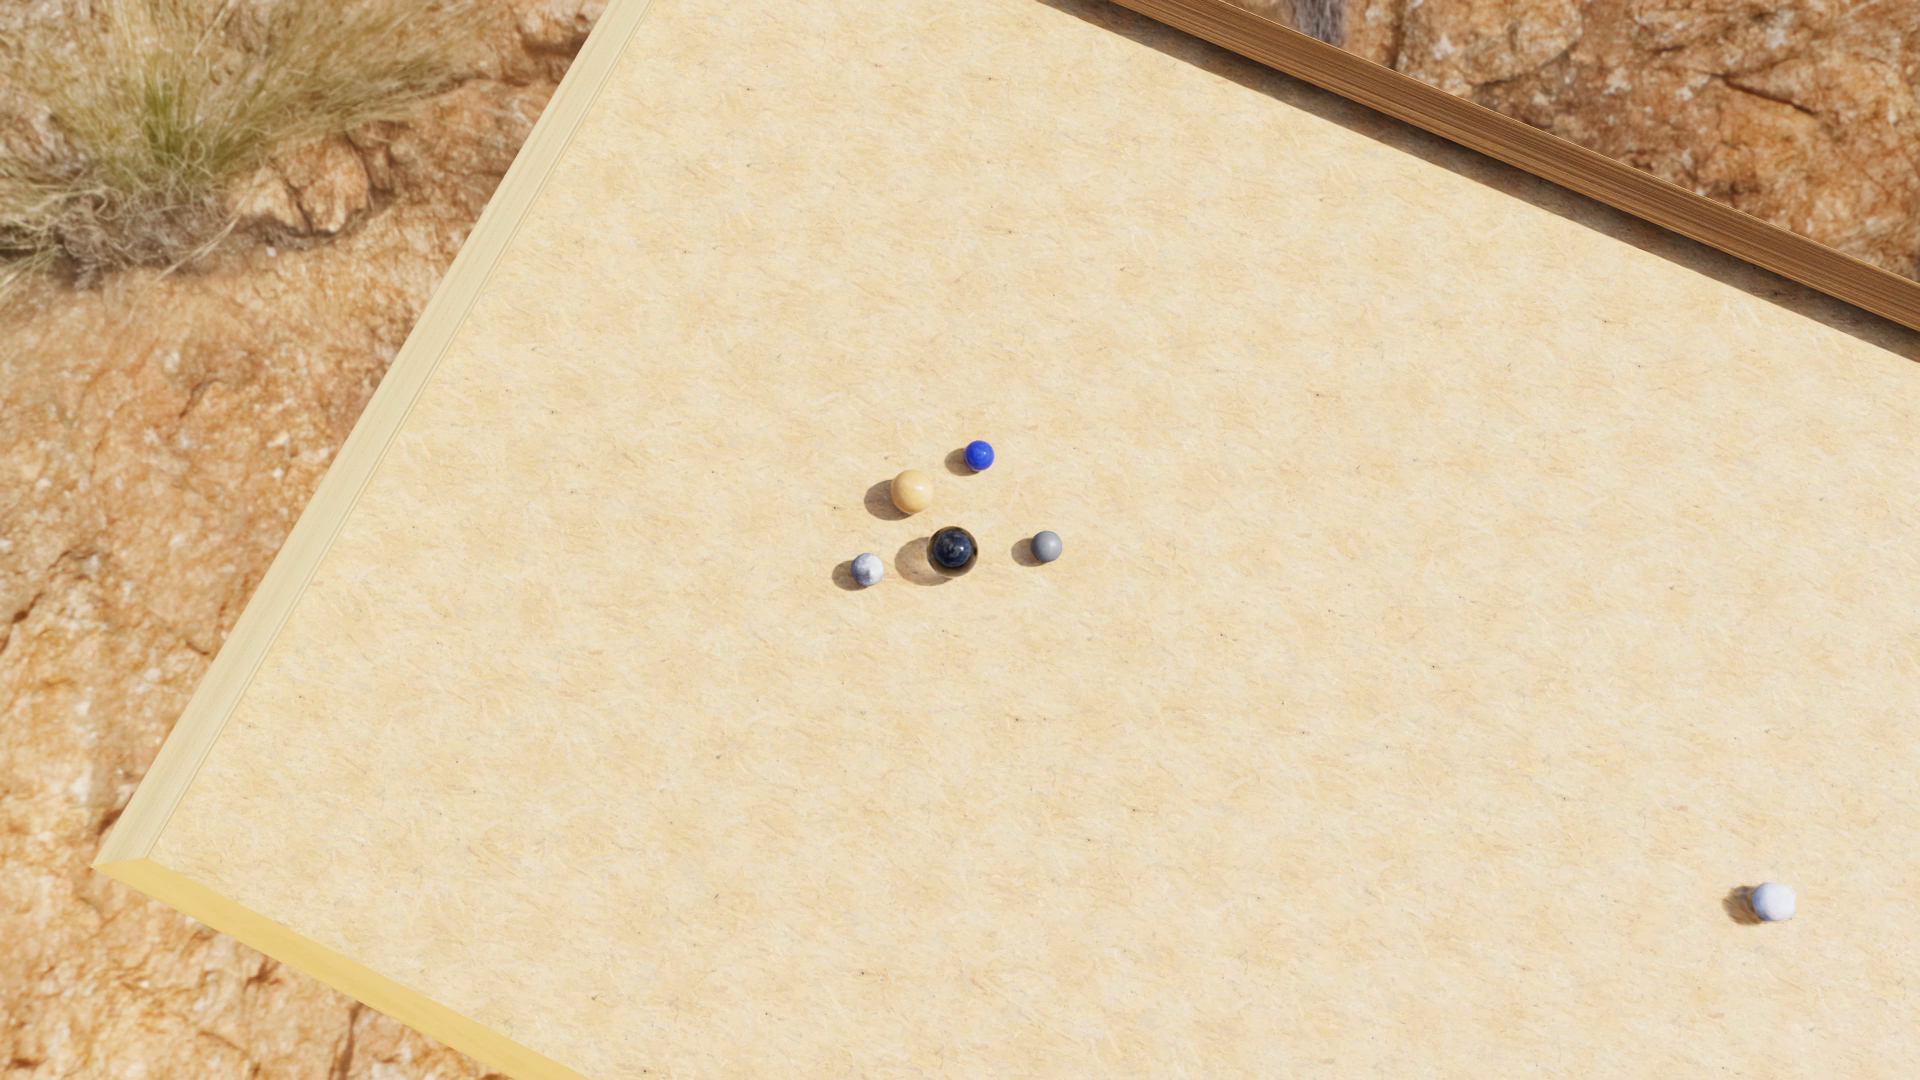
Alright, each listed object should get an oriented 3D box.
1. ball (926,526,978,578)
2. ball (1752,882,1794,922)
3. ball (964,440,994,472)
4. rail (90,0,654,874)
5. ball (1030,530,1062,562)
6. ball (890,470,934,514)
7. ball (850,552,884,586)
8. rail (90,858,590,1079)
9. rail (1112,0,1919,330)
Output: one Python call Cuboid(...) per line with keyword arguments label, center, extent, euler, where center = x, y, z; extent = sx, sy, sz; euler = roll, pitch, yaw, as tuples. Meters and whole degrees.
Cuboid(label="ball", center=(-0.012, 0.018, 3.395), extent=(0.082, 0.082, 0.082), euler=(0, 72, 0))
Cuboid(label="ball", center=(1.197, 0.533, 3.236), extent=(0.059, 0.059, 0.059), euler=(0, 72, 0))
Cuboid(label="ball", center=(0.030, -0.133, 3.461), extent=(0.050, 0.050, 0.050), euler=(0, 72, 0))
Cuboid(label="rail", center=(-0.804, -0.368, 3.509), extent=(0.045, 0.106, 2.019), euler=(24, 73, 8))
Cuboid(label="ball", center=(0.134, 0.010, 3.414), extent=(0.050, 0.050, 0.050), euler=(0, 72, 0))
Cuboid(label="ball", center=(-0.074, -0.076, 3.432), extent=(0.070, 0.070, 0.070), euler=(0, 72, 0))
Cuboid(label="ball", center=(-0.143, 0.046, 3.401), extent=(0.052, 0.052, 0.052), euler=(0, 72, 0))
Cuboid(label="rail", center=(0.404, 1.209, 2.986), extent=(3.651, 0.106, 0.045), euler=(24, 73, 8))
Cuboid(label="rail", center=(1.247, -0.482, 3.547), extent=(3.651, 0.106, 0.045), euler=(24, 73, 8))
